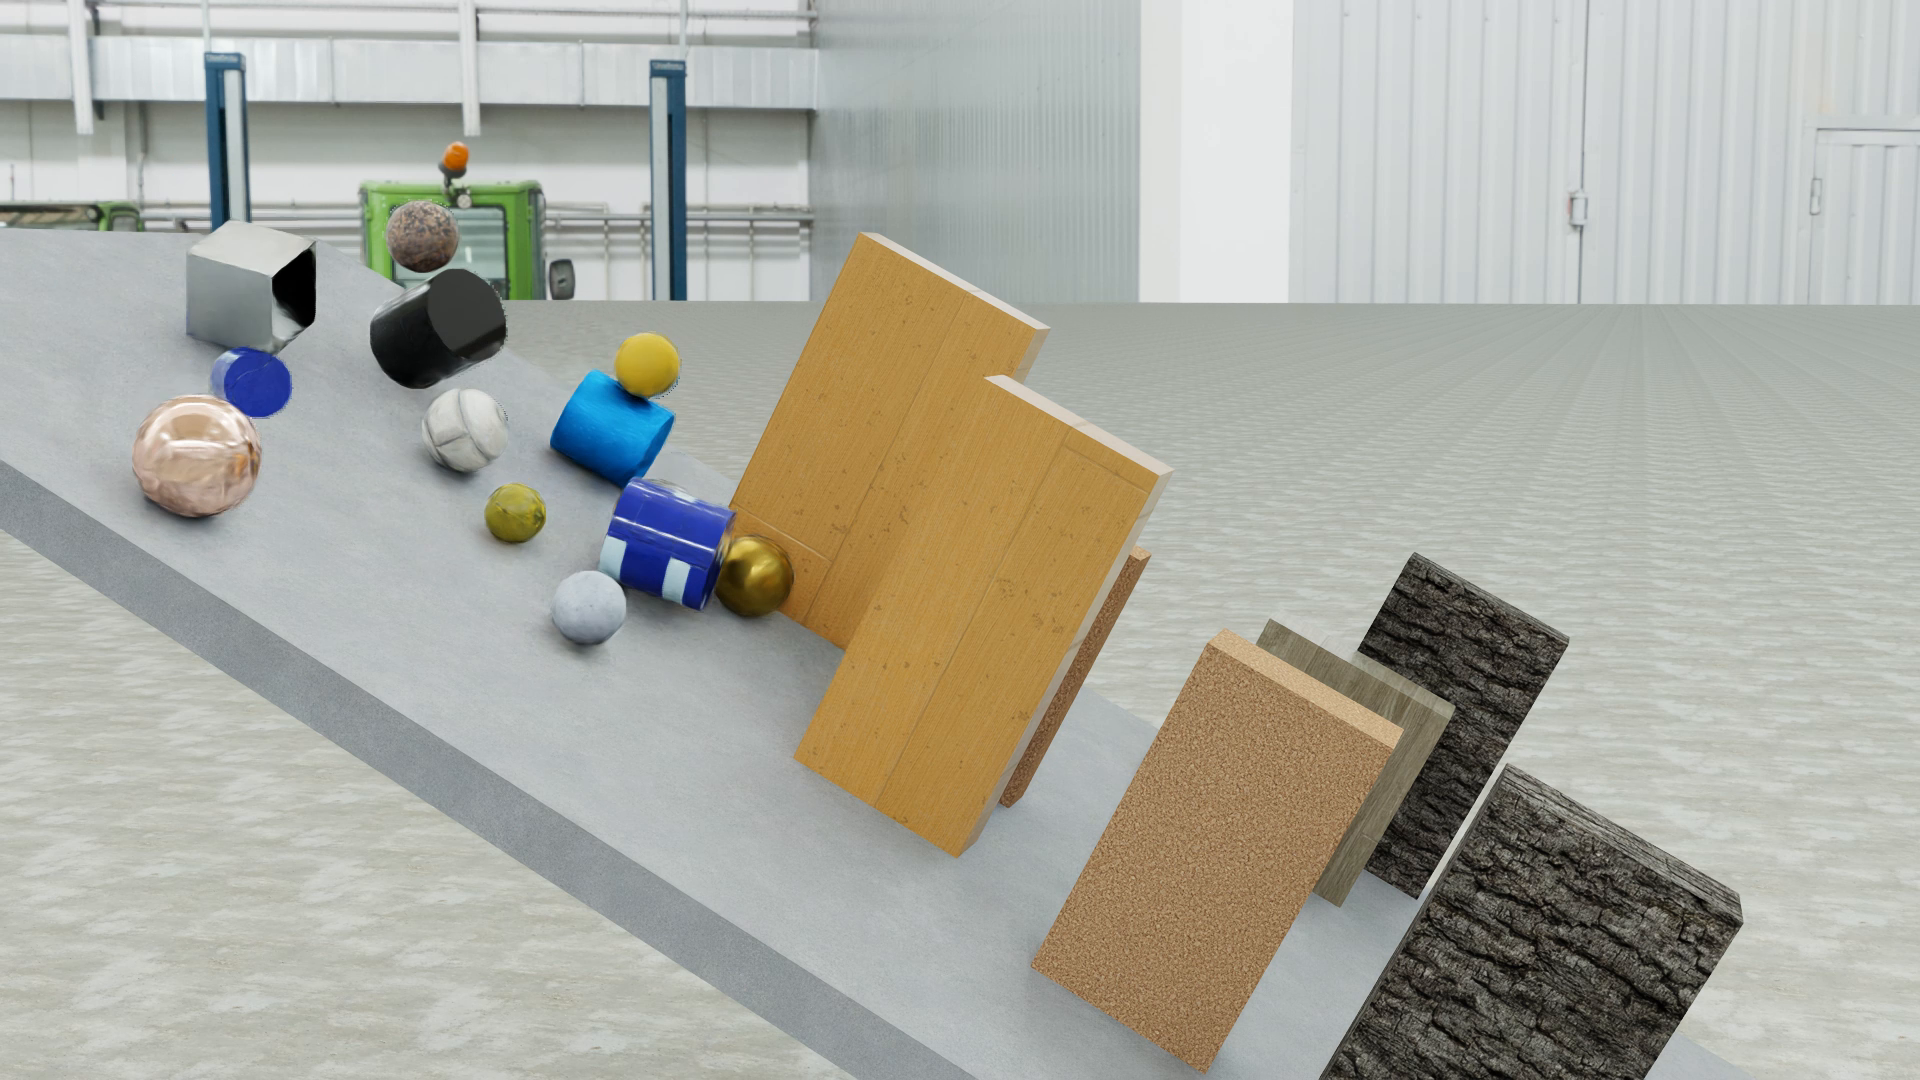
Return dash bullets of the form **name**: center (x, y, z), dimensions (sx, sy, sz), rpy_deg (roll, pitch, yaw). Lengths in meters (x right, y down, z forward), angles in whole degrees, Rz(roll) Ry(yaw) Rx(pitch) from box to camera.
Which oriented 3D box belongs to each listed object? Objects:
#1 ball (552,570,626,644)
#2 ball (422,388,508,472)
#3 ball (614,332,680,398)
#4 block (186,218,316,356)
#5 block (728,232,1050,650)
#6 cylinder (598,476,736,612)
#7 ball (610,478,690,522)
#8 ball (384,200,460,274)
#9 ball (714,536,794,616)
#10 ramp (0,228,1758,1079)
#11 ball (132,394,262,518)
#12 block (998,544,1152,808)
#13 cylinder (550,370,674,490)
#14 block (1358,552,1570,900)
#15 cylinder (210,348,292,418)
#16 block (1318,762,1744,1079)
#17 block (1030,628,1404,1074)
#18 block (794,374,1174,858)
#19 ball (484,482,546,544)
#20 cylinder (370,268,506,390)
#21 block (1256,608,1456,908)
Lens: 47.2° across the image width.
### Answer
- **ball**: center (-0.647, 0.118, 3.842), dimensions (0.129, 0.129, 0.129), rpy_deg (0, 7, 0)
- **ball**: center (-0.981, -0.218, 4.359), dimensions (0.167, 0.167, 0.167), rpy_deg (0, 7, 0)
- **ball**: center (-0.671, -0.374, 4.711), dimensions (0.140, 0.140, 0.140), rpy_deg (0, 7, 0)
- **block**: center (-1.412, -0.504, 4.387), dimensions (0.182, 0.182, 0.182), rpy_deg (15, 32, 5)
- **block**: center (-0.178, -0.186, 4.469), dimensions (0.412, 0.766, 0.109), rpy_deg (30, 14, 12)
- **cylinder**: center (-0.553, 0.008, 4.167), dimensions (0.201, 0.201, 0.201), rpy_deg (19, 7, 0)
- **ball**: center (-0.603, -0.033, 4.362), dimensions (0.178, 0.178, 0.178), rpy_deg (0, 7, 0)
- **ball**: center (-1.130, -0.637, 4.619), dimensions (0.152, 0.152, 0.152), rpy_deg (0, 7, 0)
- **ball**: center (-0.412, 0.071, 4.369), dimensions (0.163, 0.163, 0.163), rpy_deg (0, 7, 0)
- **ramp**: center (-0.227, 0.378, 4.150), dimensions (4.000, 0.100, 2.000), rpy_deg (30, 14, 12)
- **ball**: center (-1.228, -0.136, 3.542), dimensions (0.199, 0.199, 0.199), rpy_deg (0, 7, 0)
- **block**: center (0.062, 0.170, 4.109), dimensions (0.379, 0.535, 0.099), rpy_deg (30, 14, 12)
- **cylinder**: center (-0.752, -0.236, 4.763), dimensions (0.195, 0.195, 0.195), rpy_deg (30, 8, 0)
- **block**: center (0.983, 0.400, 4.745), dimensions (0.372, 0.643, 0.108), rpy_deg (30, 14, 12)
- **cylinder**: center (-1.257, -0.280, 3.896), dimensions (0.114, 0.114, 0.114), rpy_deg (-4, 11, -30)
- **block**: center (0.765, 0.712, 3.128), dimensions (0.361, 0.687, 0.148), rpy_deg (30, 14, 12)
- **block**: center (0.401, 0.486, 3.454), dimensions (0.319, 0.602, 0.149), rpy_deg (30, 14, 12)
- **block**: center (0.035, 0.130, 3.755), dimensions (0.336, 0.749, 0.121), rpy_deg (30, 14, 12)
- **ball**: center (-0.834, -0.050, 4.130), dimensions (0.115, 0.115, 0.115), rpy_deg (0, 7, 0)
- **cylinder**: center (-1.113, -0.448, 4.687), dimensions (0.204, 0.204, 0.204), rpy_deg (-19, -6, 37)
- **block**: center (0.717, 0.443, 4.505), dimensions (0.406, 0.451, 0.145), rpy_deg (30, 14, 12)
